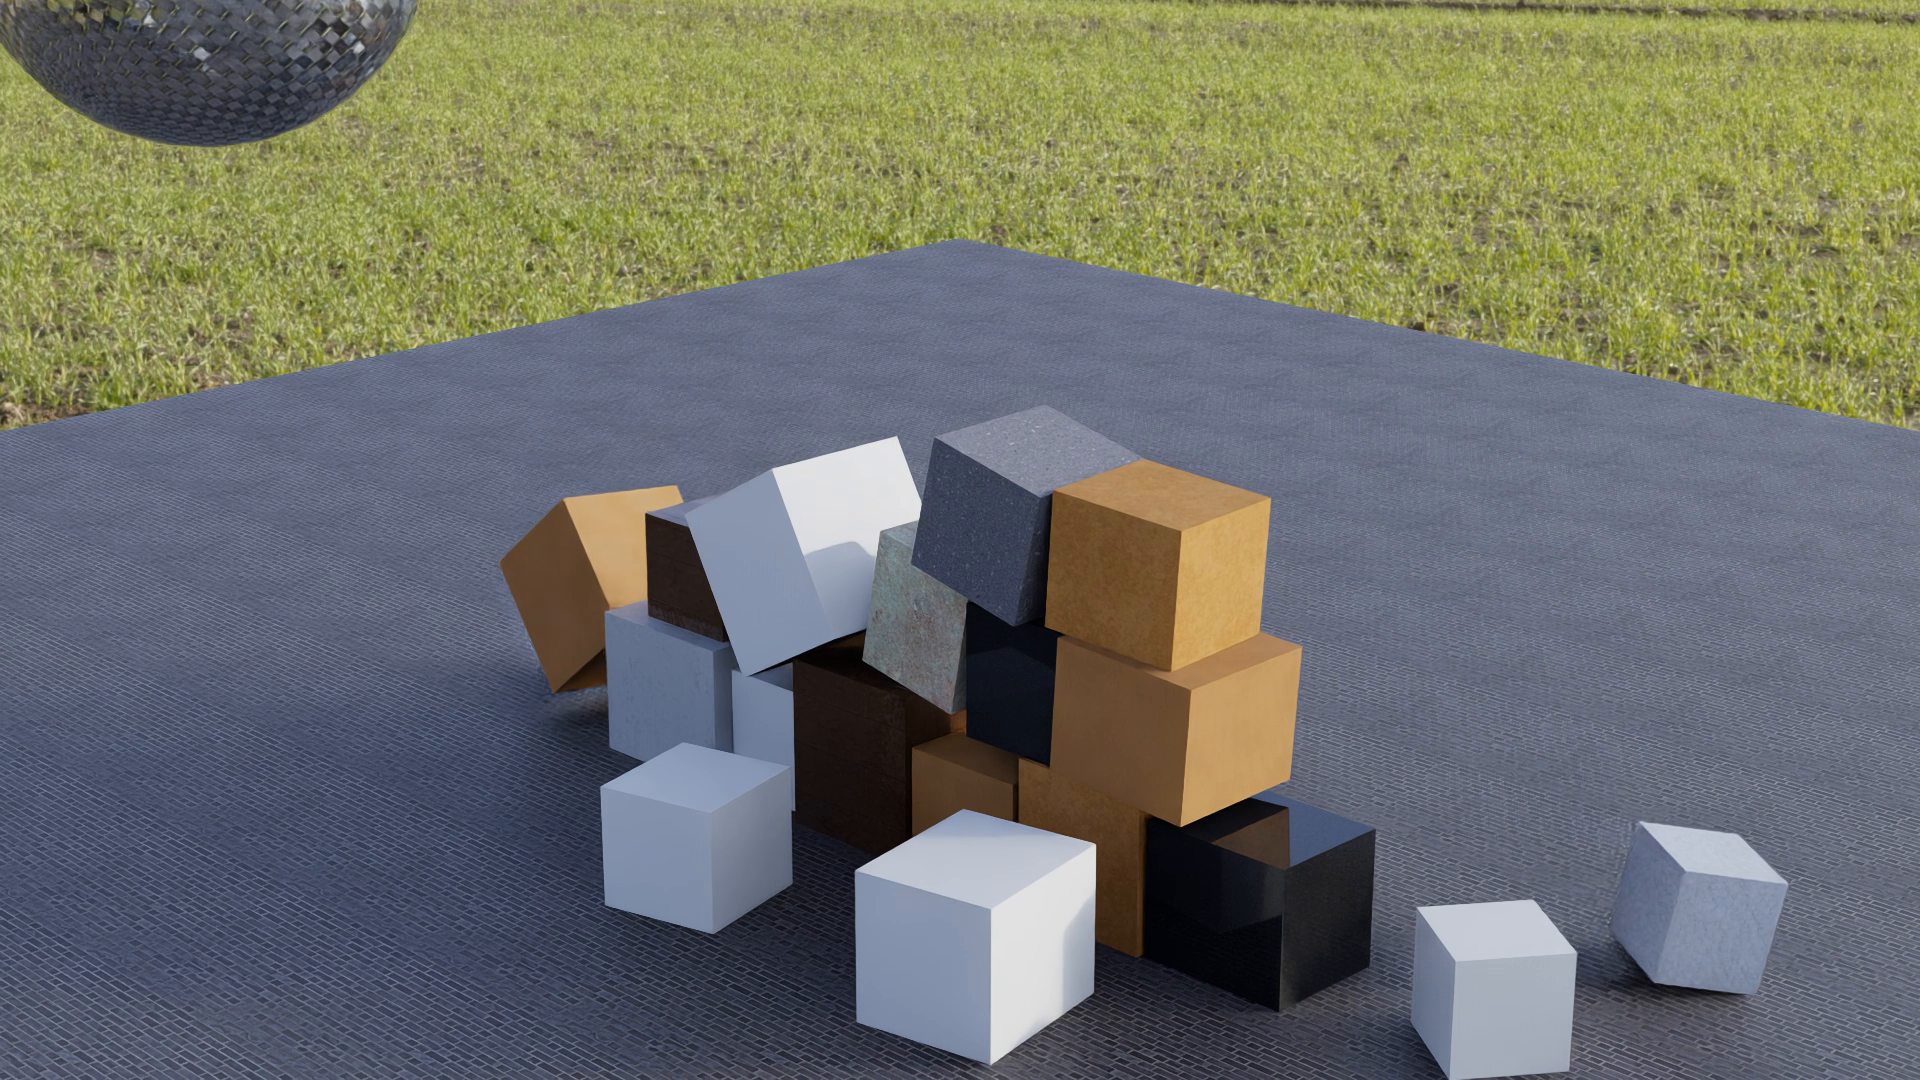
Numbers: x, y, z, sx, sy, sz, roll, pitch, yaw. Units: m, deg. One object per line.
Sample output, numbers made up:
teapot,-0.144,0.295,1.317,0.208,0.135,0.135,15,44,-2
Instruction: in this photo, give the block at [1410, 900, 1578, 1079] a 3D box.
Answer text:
block,2.134,1.799,11.762,0.493,0.515,0.508,-3,18,-8

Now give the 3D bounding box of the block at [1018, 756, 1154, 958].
block,0.737,1.310,12.971,0.643,0.722,0.708,-17,24,-42

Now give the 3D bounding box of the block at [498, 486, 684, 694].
block,-1.836,0.258,15.630,0.765,0.794,0.695,-8,-23,-45

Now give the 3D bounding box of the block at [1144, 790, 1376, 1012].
block,1.274,1.506,12.489,0.740,0.638,0.612,17,24,42

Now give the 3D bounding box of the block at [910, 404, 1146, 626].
block,0.308,-0.119,12.909,0.632,0.630,0.726,31,33,34

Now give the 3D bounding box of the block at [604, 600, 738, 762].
block,-1.217,0.717,14.842,0.779,0.733,0.839,-17,24,-42

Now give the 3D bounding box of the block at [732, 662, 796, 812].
block,-0.711,0.918,14.396,0.595,0.616,0.544,-17,24,-42

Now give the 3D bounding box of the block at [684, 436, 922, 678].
block,-0.668,0.081,14.022,0.798,0.836,0.735,-17,-5,-42

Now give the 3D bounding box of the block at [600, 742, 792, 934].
block,-1.176,1.328,13.162,0.592,0.573,0.625,10,20,29

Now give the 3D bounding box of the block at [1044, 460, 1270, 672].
block,0.839,0.097,12.478,0.681,0.621,0.625,19,26,37

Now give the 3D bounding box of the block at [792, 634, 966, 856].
block,-0.256,0.955,13.911,0.759,0.836,0.744,17,24,42

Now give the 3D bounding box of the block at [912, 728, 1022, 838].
block,0.240,1.226,13.456,0.660,0.592,0.639,-17,24,-42

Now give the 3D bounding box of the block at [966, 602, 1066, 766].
block,0.437,0.581,13.040,0.574,0.629,0.583,-17,24,-42

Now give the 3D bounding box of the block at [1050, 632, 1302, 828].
block,0.922,0.725,12.577,0.740,0.619,0.736,21,27,40

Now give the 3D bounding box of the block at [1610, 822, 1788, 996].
block,3.119,1.556,12.412,0.462,0.510,0.527,8,16,-11

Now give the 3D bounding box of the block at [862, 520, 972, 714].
block,0.003,0.311,13.428,0.579,0.667,0.591,-17,35,-42

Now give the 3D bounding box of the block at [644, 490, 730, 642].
block,-1.161,0.124,14.608,0.561,0.538,0.572,-17,24,-42

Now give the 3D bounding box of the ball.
ball,-2.589,-2.141,9.955,1.600,1.600,1.600,0,17,0

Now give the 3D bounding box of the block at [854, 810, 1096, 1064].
block,0.069,1.617,12.069,0.663,0.678,0.779,12,21,33
